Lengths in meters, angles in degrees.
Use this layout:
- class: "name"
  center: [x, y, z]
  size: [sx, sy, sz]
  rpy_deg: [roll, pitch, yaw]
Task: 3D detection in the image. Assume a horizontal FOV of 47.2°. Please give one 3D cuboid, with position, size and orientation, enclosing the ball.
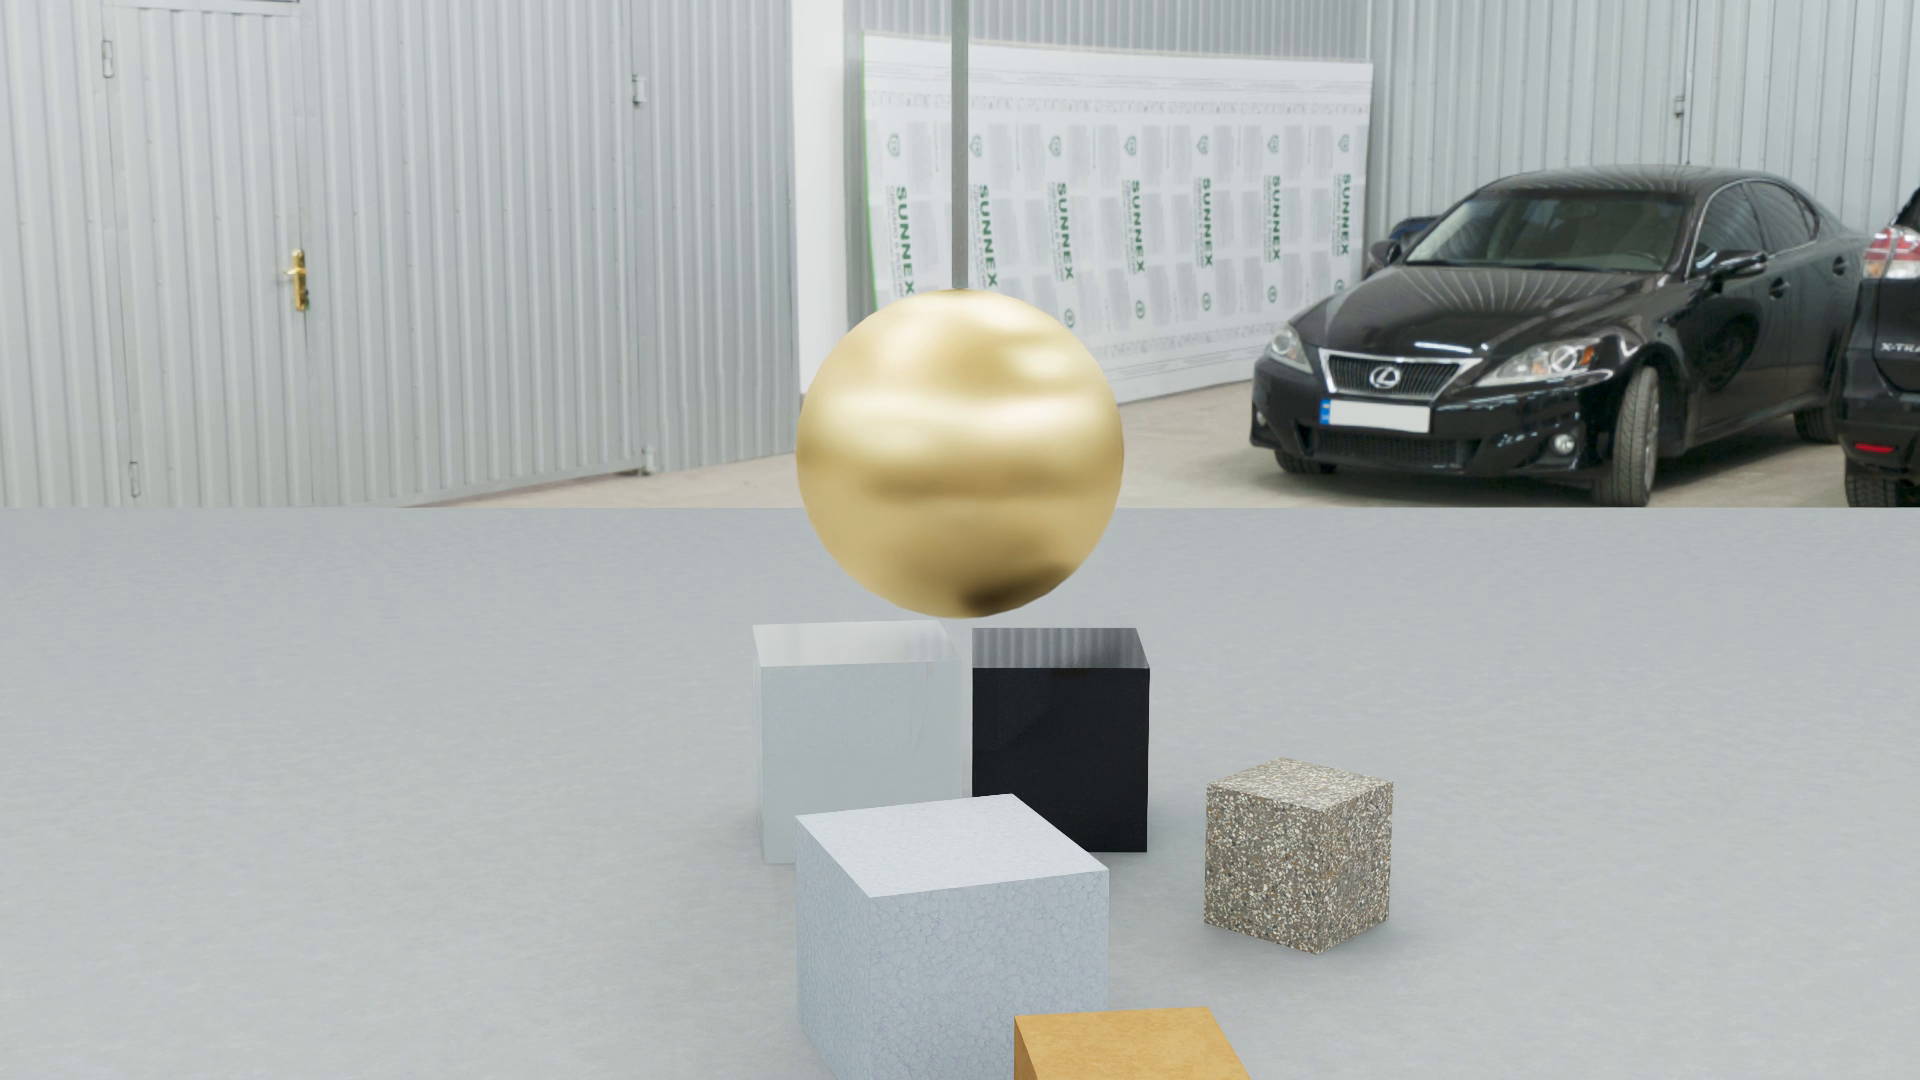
- class: "ball"
  center: [0.000, -0.416, 10.675]
  size: [1.600, 1.600, 1.600]
  rpy_deg: [0, 10, 0]

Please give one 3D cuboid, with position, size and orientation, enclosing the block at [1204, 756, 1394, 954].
- class: "block"
  center: [1.533, 1.414, 9.960]
  size: [0.603, 0.653, 0.597]
  rpy_deg: [9, 14, 41]

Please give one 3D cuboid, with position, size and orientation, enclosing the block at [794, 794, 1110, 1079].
- class: "block"
  center: [-0.054, 1.577, 8.478]
  size: [0.920, 0.863, 1.014]
  rpy_deg: [-4, 11, -19]

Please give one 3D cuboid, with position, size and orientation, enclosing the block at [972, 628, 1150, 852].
- class: "block"
  center: [0.499, 1.014, 11.347]
  size: [0.873, 0.945, 0.905]
  rpy_deg: [0, 10, 0]

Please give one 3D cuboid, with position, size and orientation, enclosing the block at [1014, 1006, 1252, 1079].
- class: "block"
  center: [0.543, 1.949, 6.951]
  size: [0.646, 0.678, 0.724]
  rpy_deg: [-1, 10, -7]

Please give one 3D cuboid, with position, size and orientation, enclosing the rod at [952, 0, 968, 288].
- class: "rod"
  center: [0.000, -3.796, 10.304]
  size: [0.080, 5.200, 0.080]
  rpy_deg: [0, 6, 0]

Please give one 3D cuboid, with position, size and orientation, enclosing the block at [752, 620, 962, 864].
- class: "block"
  center: [-0.540, 1.007, 11.246]
  size: [0.984, 0.995, 0.942]
  rpy_deg: [-1, 10, -8]
